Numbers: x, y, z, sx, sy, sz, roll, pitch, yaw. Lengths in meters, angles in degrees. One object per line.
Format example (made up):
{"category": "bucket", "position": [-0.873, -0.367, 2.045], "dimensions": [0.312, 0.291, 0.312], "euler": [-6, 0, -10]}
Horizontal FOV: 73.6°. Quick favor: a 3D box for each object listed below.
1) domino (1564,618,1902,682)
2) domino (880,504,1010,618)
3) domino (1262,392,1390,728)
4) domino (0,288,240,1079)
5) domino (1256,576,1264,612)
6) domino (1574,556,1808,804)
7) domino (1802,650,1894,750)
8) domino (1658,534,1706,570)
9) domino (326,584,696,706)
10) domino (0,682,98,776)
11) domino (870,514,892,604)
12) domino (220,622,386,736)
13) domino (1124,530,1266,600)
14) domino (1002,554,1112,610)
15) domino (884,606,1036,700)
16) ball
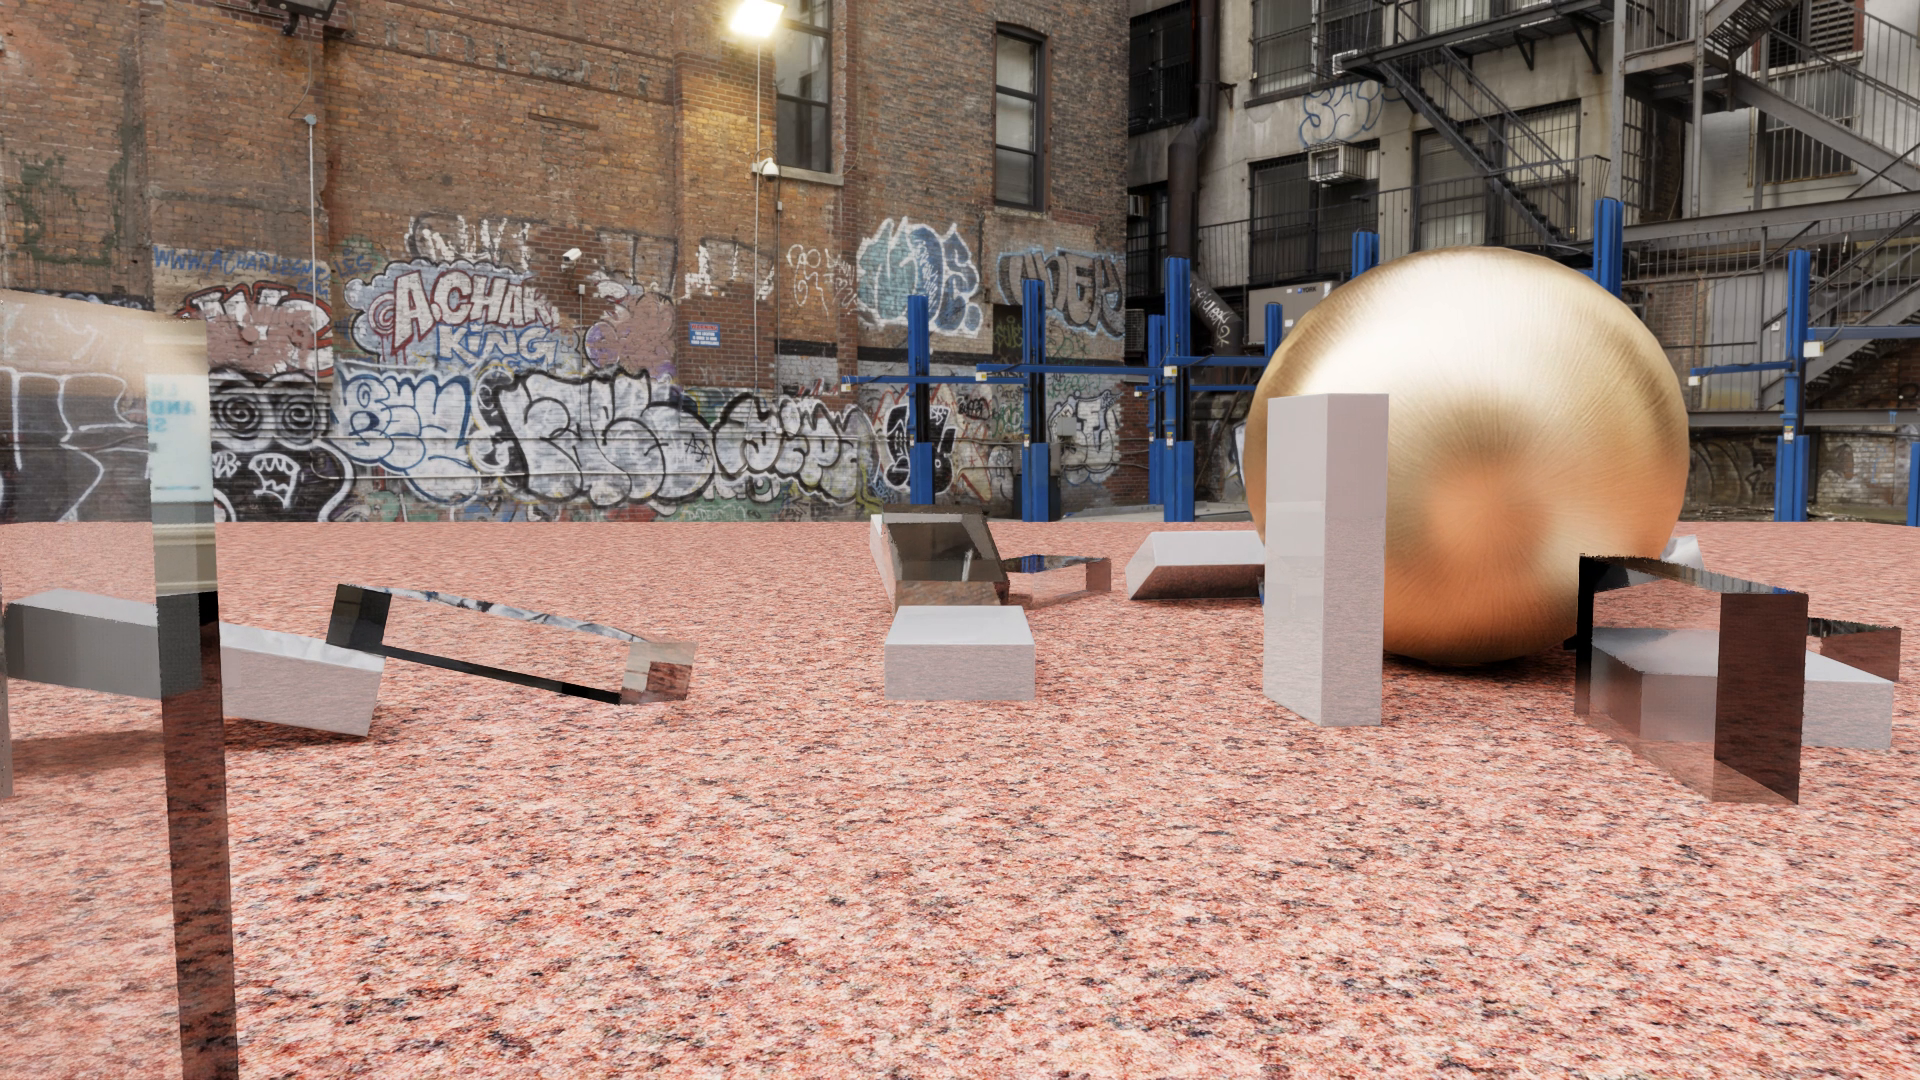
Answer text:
{"category": "domino", "position": [0.147, 0.019, 0.248], "dimensions": [0.025, 0.009, 0.050], "euler": [-2, 5, -27]}
{"category": "domino", "position": [-0.005, 0.004, 0.304], "dimensions": [0.025, 0.009, 0.050], "euler": [1, 21, -8]}
{"category": "domino", "position": [0.057, 0.002, 0.204], "dimensions": [0.009, 0.050, 0.025], "euler": [0, 4, -7]}
{"category": "domino", "position": [-0.051, 0.012, 0.067], "dimensions": [0.009, 0.050, 0.025], "euler": [0, 4, 2]}
{"category": "domino", "position": [0.101, 0.009, 0.312], "dimensions": [0.050, 0.009, 0.025], "euler": [-14, -6, 41]}
{"category": "domino", "position": [0.098, 0.017, 0.176], "dimensions": [0.009, 0.025, 0.050], "euler": [1, 4, 8]}
{"category": "domino", "position": [0.123, 0.022, 0.205], "dimensions": [0.025, 0.009, 0.050], "euler": [1, 4, 13]}
{"category": "domino", "position": [0.132, 0.010, 0.283], "dimensions": [0.025, 0.009, 0.050], "euler": [-4, -10, -44]}
{"category": "domino", "position": [-0.071, 0.017, 0.207], "dimensions": [0.050, 0.009, 0.025], "euler": [10, -3, 12]}
{"category": "domino", "position": [-0.144, 0.025, 0.168], "dimensions": [0.050, 0.009, 0.025], "euler": [-2, 5, -29]}
{"category": "domino", "position": [-0.007, 0.006, 0.325], "dimensions": [0.025, 0.010, 0.050], "euler": [-1, 21, -12]}
{"category": "domino", "position": [-0.111, 0.018, 0.186], "dimensions": [0.050, 0.009, 0.025], "euler": [14, -3, -22]}
{"category": "domino", "position": [0.072, 0.007, 0.344], "dimensions": [0.050, 0.009, 0.025], "euler": [-1, -23, -10]}
{"category": "domino", "position": [0.020, 0.011, 0.356], "dimensions": [0.025, 0.009, 0.050], "euler": [3, 5, 30]}
{"category": "domino", "position": [0.000, 0.020, 0.238], "dimensions": [0.025, 0.009, 0.050], "euler": [0, 4, 0]}
{"category": "ball", "position": [0.096, -0.016, 0.248], "dimensions": [0.080, 0.080, 0.080], "euler": [0, 4, 0]}
